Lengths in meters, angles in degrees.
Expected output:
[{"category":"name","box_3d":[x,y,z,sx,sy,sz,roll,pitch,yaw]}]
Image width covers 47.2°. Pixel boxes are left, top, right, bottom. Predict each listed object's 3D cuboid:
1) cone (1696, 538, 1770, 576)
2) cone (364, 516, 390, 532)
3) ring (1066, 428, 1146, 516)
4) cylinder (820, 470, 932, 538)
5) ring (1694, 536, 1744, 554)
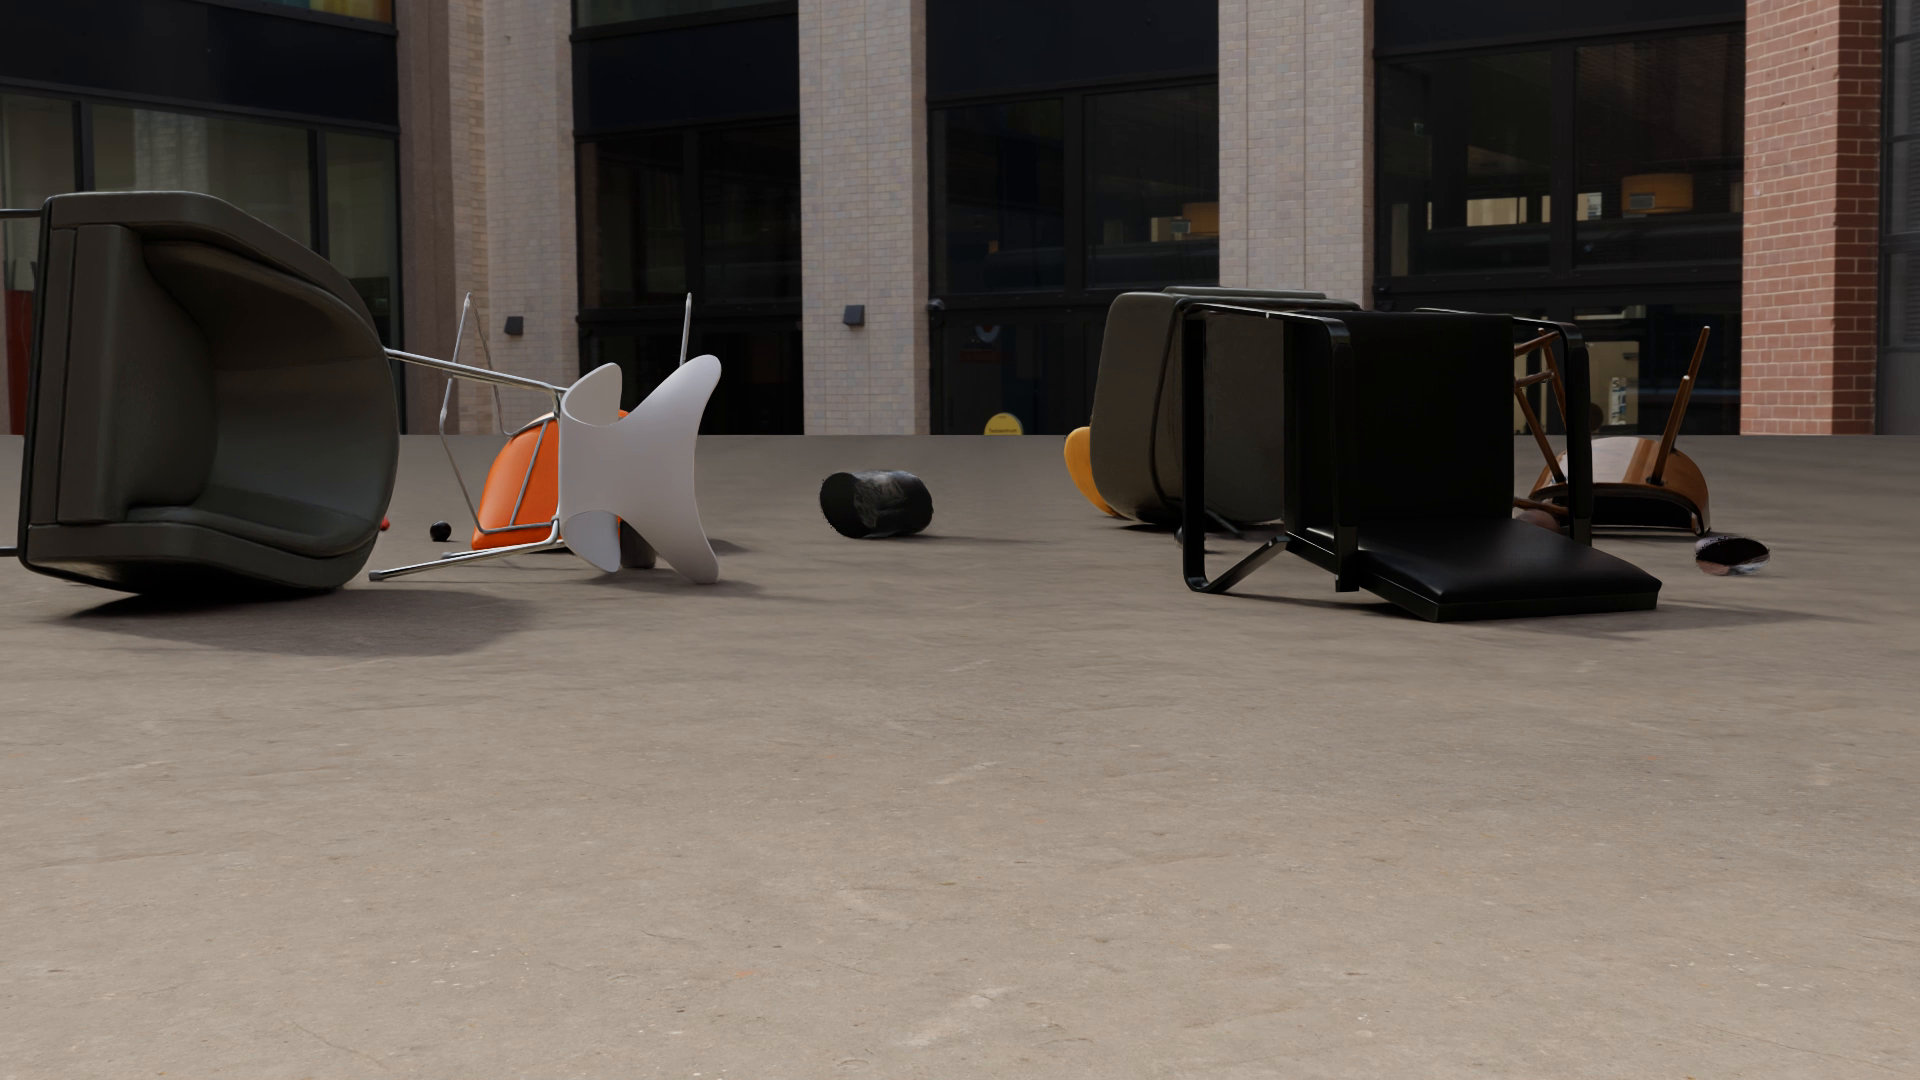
[{"category":"cone","box_3d":[1.874,0.060,5.347,0.168,0.094,0.105,-6,-22,12]},{"category":"cone","box_3d":[-1.855,-0.038,6.936,0.075,0.047,0.081,-3,17,38]},{"category":"ring","box_3d":[0.510,-0.233,7.703,0.282,0.380,0.064,-28,11,49]},{"category":"cylinder","box_3d":[-0.254,-0.111,6.724,0.235,0.182,0.274,38,24,29]},{"category":"ring","box_3d":[2.043,0.020,5.896,0.114,0.050,0.280,4,5,37]}]
